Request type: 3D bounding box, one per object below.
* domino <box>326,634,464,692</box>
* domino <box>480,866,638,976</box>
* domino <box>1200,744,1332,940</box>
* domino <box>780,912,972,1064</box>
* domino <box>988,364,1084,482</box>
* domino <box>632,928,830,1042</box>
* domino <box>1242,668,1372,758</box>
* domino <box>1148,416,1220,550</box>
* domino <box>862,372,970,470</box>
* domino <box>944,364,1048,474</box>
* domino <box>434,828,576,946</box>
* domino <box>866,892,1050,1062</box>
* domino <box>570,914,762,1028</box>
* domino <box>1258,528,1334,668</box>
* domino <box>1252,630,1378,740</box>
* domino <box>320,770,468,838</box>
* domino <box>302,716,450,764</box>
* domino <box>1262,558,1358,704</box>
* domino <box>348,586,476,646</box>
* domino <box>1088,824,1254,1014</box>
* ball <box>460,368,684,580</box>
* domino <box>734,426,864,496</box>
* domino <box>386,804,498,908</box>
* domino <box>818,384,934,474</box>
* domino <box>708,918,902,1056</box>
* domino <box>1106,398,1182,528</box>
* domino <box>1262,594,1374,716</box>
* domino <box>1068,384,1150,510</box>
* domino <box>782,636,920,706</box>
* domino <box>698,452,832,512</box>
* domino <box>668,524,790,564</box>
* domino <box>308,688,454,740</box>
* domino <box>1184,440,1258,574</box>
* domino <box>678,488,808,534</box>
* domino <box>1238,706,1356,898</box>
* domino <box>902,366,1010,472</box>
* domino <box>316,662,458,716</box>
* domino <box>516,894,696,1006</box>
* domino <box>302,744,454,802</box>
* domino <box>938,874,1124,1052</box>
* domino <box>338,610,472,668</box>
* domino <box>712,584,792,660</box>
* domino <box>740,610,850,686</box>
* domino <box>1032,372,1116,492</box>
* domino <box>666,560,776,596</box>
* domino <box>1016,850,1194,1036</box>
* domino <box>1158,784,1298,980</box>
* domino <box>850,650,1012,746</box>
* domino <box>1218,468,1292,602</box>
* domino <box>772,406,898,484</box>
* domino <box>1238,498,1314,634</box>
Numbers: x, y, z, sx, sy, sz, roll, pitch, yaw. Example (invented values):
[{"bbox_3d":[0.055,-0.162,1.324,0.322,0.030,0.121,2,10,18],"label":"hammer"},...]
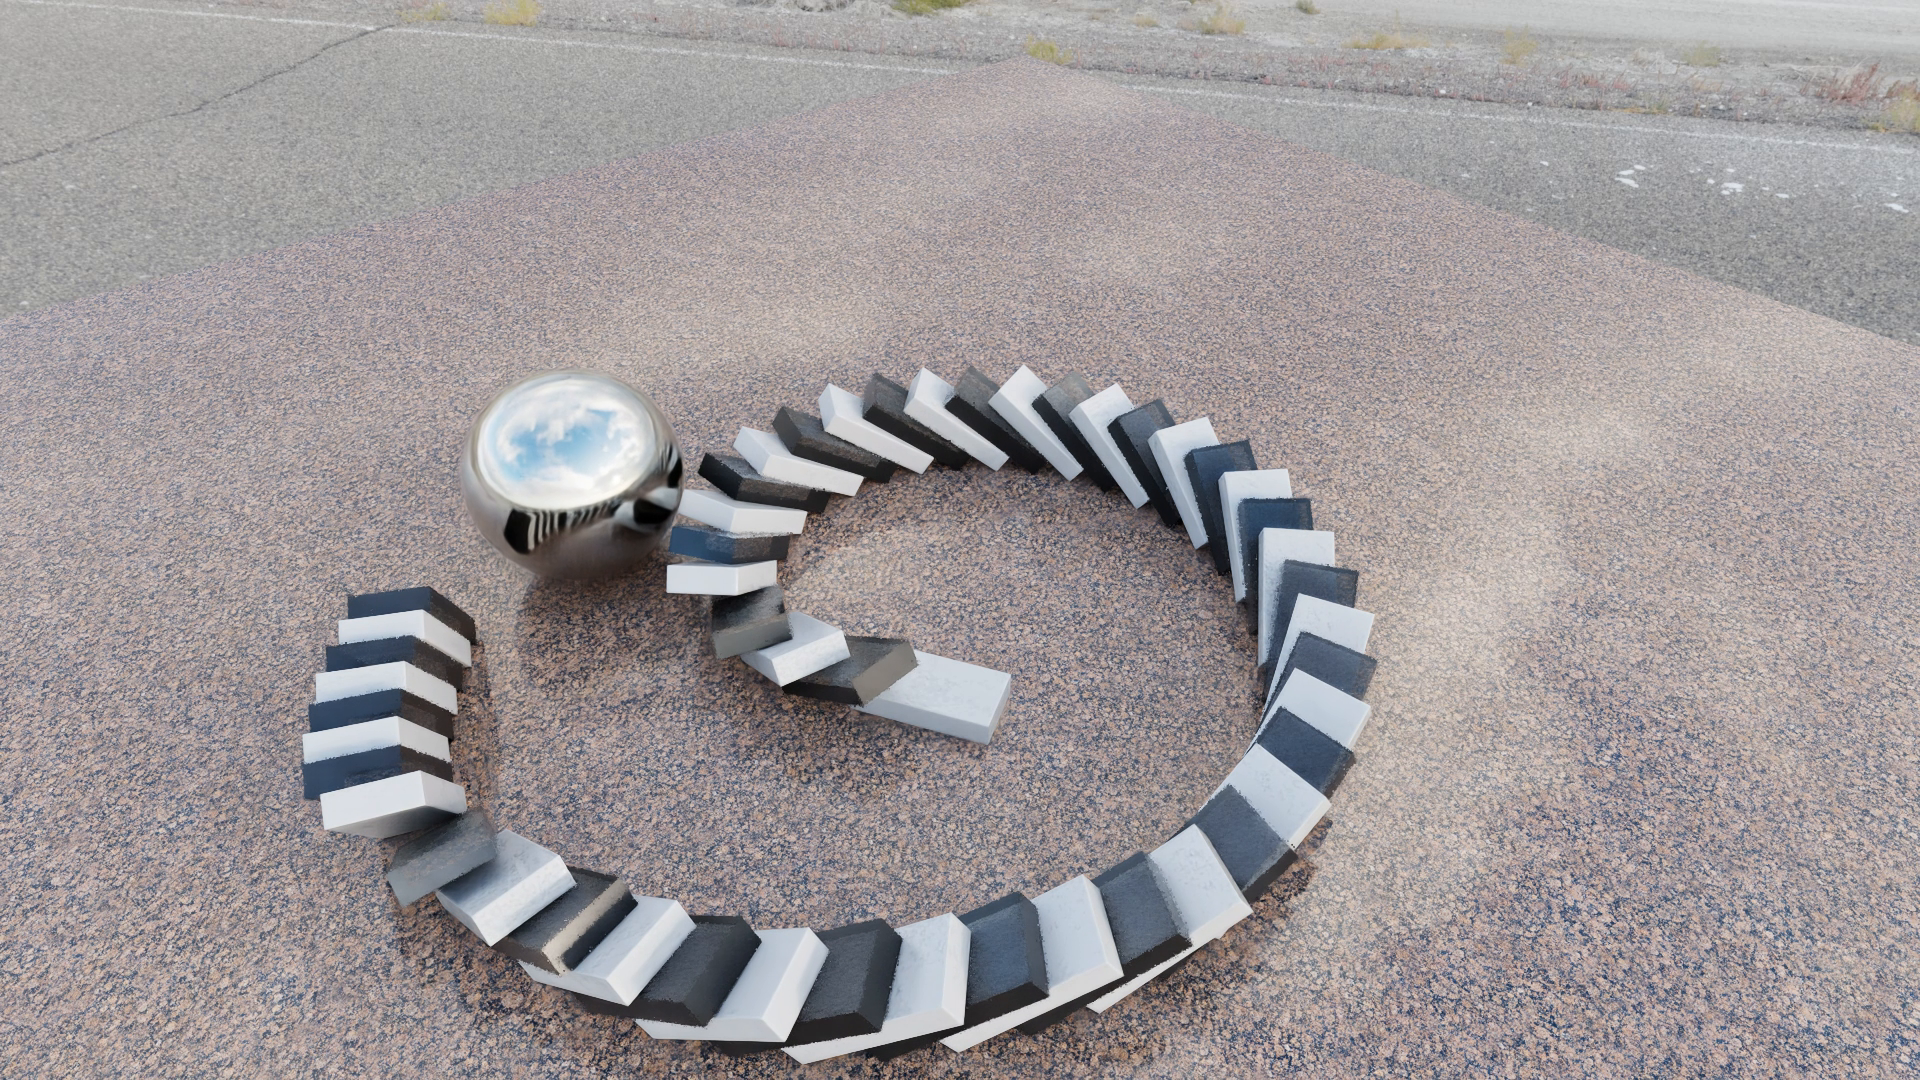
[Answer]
[{"bbox_3d":[-0.184,0.043,0.362,0.025,0.050,0.010,-8,74,-9],"label":"domino"},{"bbox_3d":[-0.111,0.102,0.299,0.050,0.010,0.025,-9,25,46],"label":"domino"},{"bbox_3d":[0.080,0.086,0.317,0.050,0.010,0.025,-49,52,-3],"label":"domino"},{"bbox_3d":[-0.022,0.115,0.282,0.050,0.010,0.025,-25,33,24],"label":"domino"},{"bbox_3d":[0.038,-0.052,0.485,0.050,0.009,0.025,43,46,-4],"label":"domino"},{"bbox_3d":[-0.059,0.114,0.283,0.050,0.009,0.025,-17,28,35],"label":"domino"},{"bbox_3d":[0.103,0.068,0.340,0.025,0.009,0.050,28,80,30],"label":"domino"},{"bbox_3d":[0.099,-0.024,0.451,0.025,0.010,0.050,-17,76,-19],"label":"domino"},{"bbox_3d":[-0.019,-0.052,0.486,0.050,0.009,0.025,27,33,-22],"label":"domino"},{"bbox_3d":[0.019,-0.053,0.487,0.050,0.010,0.025,36,41,-11],"label":"domino"},{"bbox_3d":[-0.128,0.095,0.306,0.025,0.010,0.050,-34,17,-34],"label":"domino"},{"bbox_3d":[-0.002,0.113,0.285,0.050,0.009,0.025,-29,36,17],"label":"domino"},{"bbox_3d":[-0.077,0.111,0.287,0.050,0.009,0.025,-14,27,38],"label":"domino"},{"bbox_3d":[0.121,0.021,0.397,0.025,0.009,0.050,4,73,4],"label":"domino"},{"bbox_3d":[0.112,0.057,0.353,0.025,0.009,0.050,22,78,25],"label":"domino"},{"bbox_3d":[-0.163,0.077,0.319,0.025,0.050,0.010,-12,75,-14],"label":"domino"},{"bbox_3d":[-0.176,0.065,0.335,0.025,0.050,0.010,-10,75,-12],"label":"domino"},{"bbox_3d":[0.121,0.034,0.382,0.025,0.010,0.050,10,74,12],"label":"domino"},{"bbox_3d":[-0.188,0.028,0.379,0.025,0.050,0.009,-8,74,-9],"label":"domino"},{"bbox_3d":[0.051,0.102,0.298,0.050,0.010,0.025,-37,43,8],"label":"domino"},{"bbox_3d":[-0.146,-0.025,0.418,0.080,0.080,0.080,0,39,0],"label":"ball"},{"bbox_3d":[-0.067,-0.033,0.462,0.050,0.010,0.025,12,23,-46],"label":"domino"},{"bbox_3d":[-0.145,0.088,0.311,0.025,0.009,0.050,-27,5,-24],"label":"domino"},{"bbox_3d":[-0.037,-0.049,0.481,0.050,0.010,0.025,23,30,-29],"label":"domino"},{"bbox_3d":[-0.040,0.115,0.282,0.050,0.010,0.025,-22,31,27],"label":"domino"},{"bbox_3d":[0.086,-0.033,0.462,0.025,0.010,0.050,-25,79,-27],"label":"domino"},{"bbox_3d":[0.119,0.046,0.367,0.025,0.010,0.050,16,76,19],"label":"domino"},{"bbox_3d":[0.072,-0.041,0.472,0.025,0.009,0.050,-31,83,-32],"label":"domino"},{"bbox_3d":[-0.039,0.043,0.371,0.025,0.009,0.050,-34,19,-34],"label":"domino"},{"bbox_3d":[-0.079,-0.023,0.451,0.025,0.010,0.050,33,14,34],"label":"domino"},{"bbox_3d":[-0.087,0.001,0.420,0.025,0.010,0.050,11,4,14],"label":"domino"},{"bbox_3d":[-0.179,0.057,0.344,0.025,0.050,0.009,-10,75,-11],"label":"domino"},{"bbox_3d":[0.109,-0.013,0.439,0.025,0.010,0.050,-10,75,-12],"label":"domino"},{"bbox_3d":[-0.085,-0.011,0.435,0.025,0.009,0.050,20,8,22],"label":"domino"},{"bbox_3d":[0.093,0.078,0.328,0.025,0.010,0.050,34,83,34],"label":"domino"},{"bbox_3d":[0.000,-0.054,0.488,0.050,0.010,0.025,31,37,-16],"label":"domino"},{"bbox_3d":[-0.182,0.050,0.353,0.025,0.050,0.010,-8,74,-10],"label":"domino"},{"bbox_3d":[-0.095,0.107,0.293,0.050,0.009,0.025,-12,26,43],"label":"domino"},{"bbox_3d":[-0.171,0.071,0.327,0.025,0.050,0.009,-11,75,-12],"label":"domino"},{"bbox_3d":[0.016,0.111,0.288,0.050,0.010,0.025,-31,38,14],"label":"domino"},{"bbox_3d":[-0.186,0.036,0.371,0.025,0.050,0.010,-8,74,-9],"label":"domino"},{"bbox_3d":[-0.074,0.028,0.389,0.025,0.009,0.050,-15,12,-9],"label":"domino"},{"bbox_3d":[-0.059,0.037,0.379,0.025,0.009,0.050,-22,13,-22],"label":"domino"},{"bbox_3d":[0.057,-0.047,0.480,0.025,0.010,0.050,-36,86,-36],"label":"domino"},{"bbox_3d":[-0.086,0.013,0.404,0.025,0.010,0.050,2,2,6],"label":"domino"},{"bbox_3d":[0.034,0.107,0.292,0.050,0.010,0.025,-34,41,11],"label":"domino"},{"bbox_3d":[0.066,0.095,0.307,0.050,0.010,0.025,-43,48,2],"label":"domino"},{"bbox_3d":[-0.010,0.052,0.380,0.050,0.010,0.025,12,41,15],"label":"domino"},{"bbox_3d":[0.117,-0.002,0.425,0.025,0.009,0.050,-3,73,-4],"label":"domino"},{"bbox_3d":[-0.053,-0.041,0.472,0.050,0.010,0.025,15,26,-40],"label":"domino"},{"bbox_3d":[0.120,0.010,0.411,0.025,0.010,0.050,-1,73,-1],"label":"domino"}]
